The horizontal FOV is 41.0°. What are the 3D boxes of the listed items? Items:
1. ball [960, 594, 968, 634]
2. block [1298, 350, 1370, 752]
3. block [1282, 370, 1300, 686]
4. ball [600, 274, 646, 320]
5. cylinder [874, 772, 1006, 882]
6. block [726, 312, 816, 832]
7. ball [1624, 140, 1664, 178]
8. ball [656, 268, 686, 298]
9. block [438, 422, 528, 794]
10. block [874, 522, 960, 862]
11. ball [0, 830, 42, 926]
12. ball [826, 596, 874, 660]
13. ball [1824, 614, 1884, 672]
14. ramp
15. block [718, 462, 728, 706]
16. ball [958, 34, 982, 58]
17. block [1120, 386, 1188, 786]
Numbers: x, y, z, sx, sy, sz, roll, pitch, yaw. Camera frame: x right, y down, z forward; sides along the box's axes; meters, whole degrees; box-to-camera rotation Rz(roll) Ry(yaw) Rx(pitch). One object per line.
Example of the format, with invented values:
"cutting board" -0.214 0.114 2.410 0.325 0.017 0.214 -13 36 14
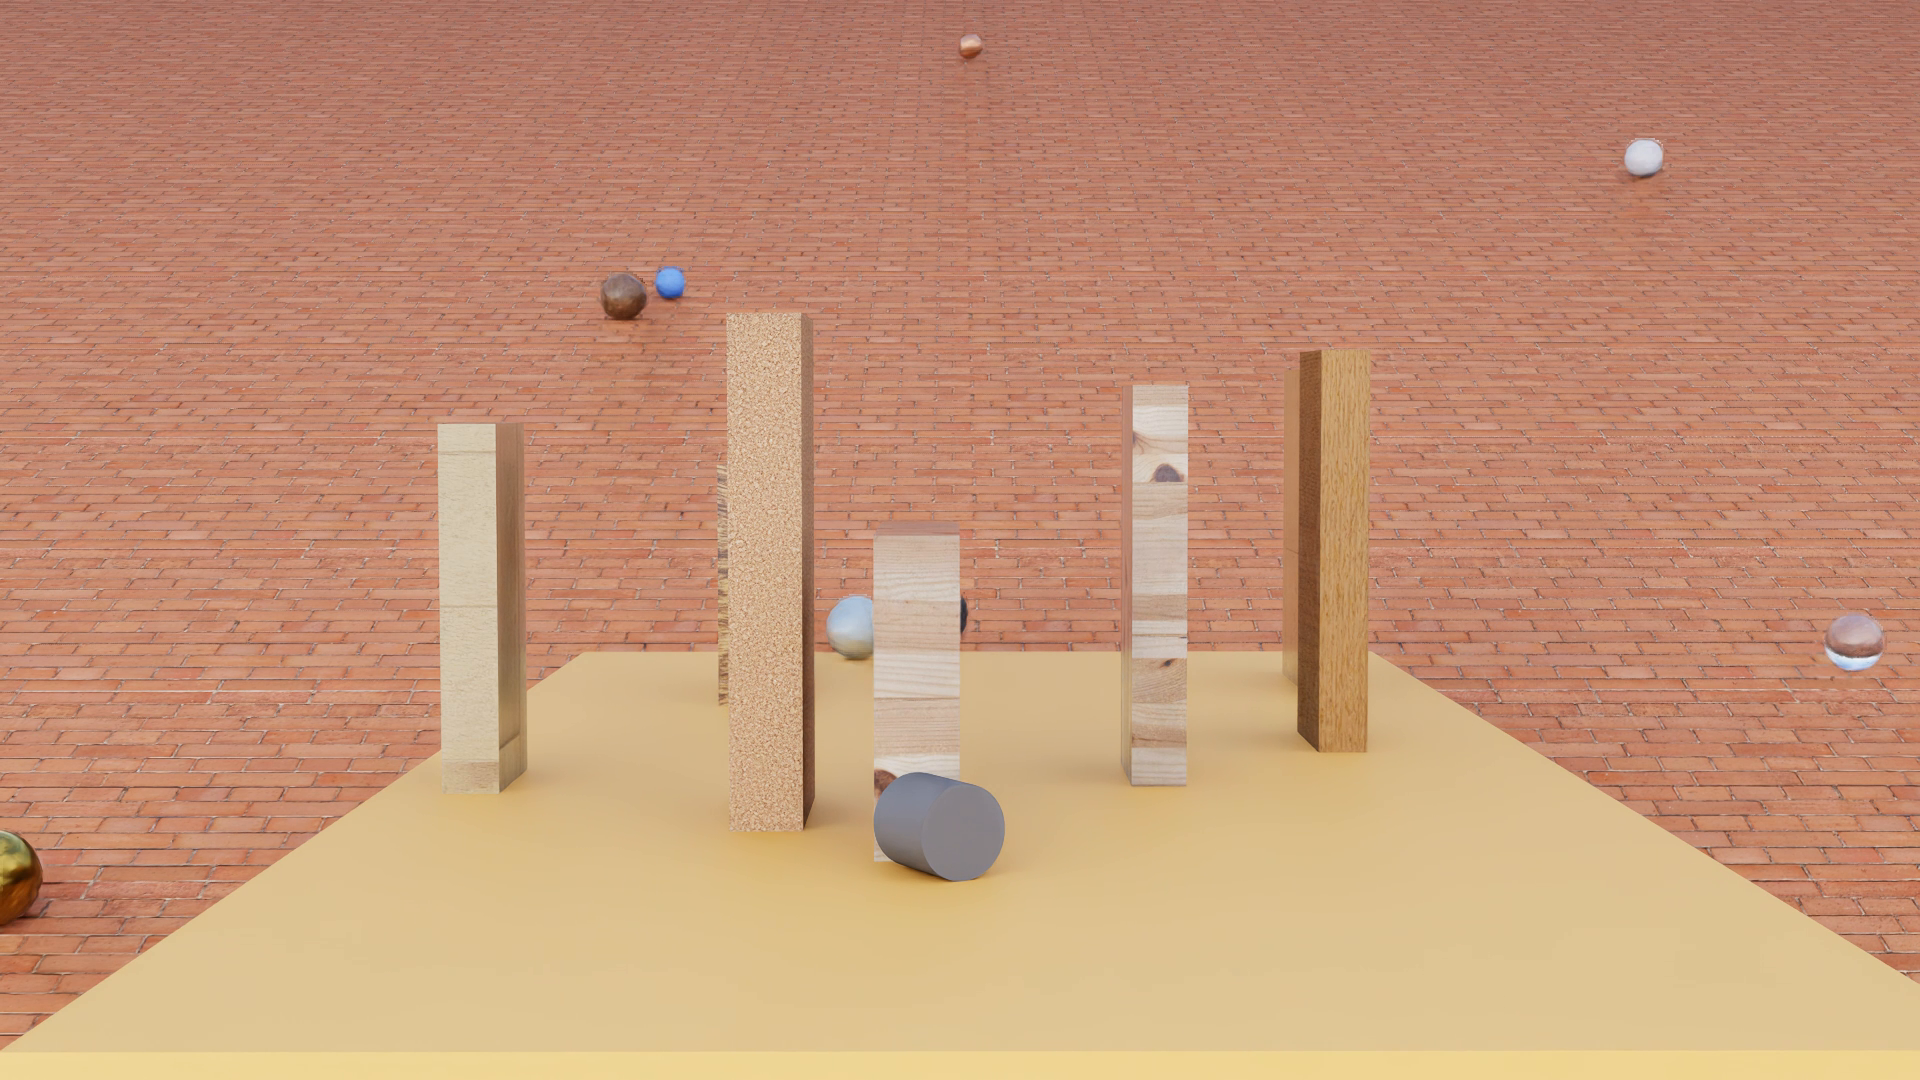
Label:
"ball" -0.065 0.195 6.782 0.172 0.172 0.172 0 21 0
"block" 0.695 0.014 4.790 0.088 0.729 0.294 0 3 0
"block" 0.796 -0.028 5.765 0.087 0.706 0.432 0 3 0
"ball" -1.265 -0.912 9.652 0.173 0.173 0.173 0 21 0
"cylinder" -0.029 0.387 3.477 0.130 0.130 0.130 -13 9 -30
"block" -0.288 0.040 3.962 0.109 0.768 0.328 0 3 0
"ball" 3.154 -1.759 11.851 0.173 0.173 0.173 0 21 0
"ball" -1.120 -0.993 9.939 0.117 0.117 0.117 0 21 0
"block" -0.797 0.105 4.306 0.093 0.601 0.277 0 3 0
"block" -0.060 0.210 3.751 0.119 0.453 0.388 0 3 0
"ball" -2.036 0.710 5.401 0.205 0.205 0.205 0 21 0
"ball" -0.252 0.217 6.334 0.155 0.155 0.155 0 21 0
"ball" 2.308 0.266 6.634 0.147 0.147 0.147 0 21 0
"ramp" 0.049 0.444 4.532 2.000 0.100 4.000 0 3 0
"block" -0.456 0.084 5.575 0.100 0.504 0.427 0 3 0
"ball" 0.059 -2.813 14.635 0.138 0.138 0.138 0 21 0
"block" 0.329 0.069 4.377 0.091 0.664 0.280 0 3 0
